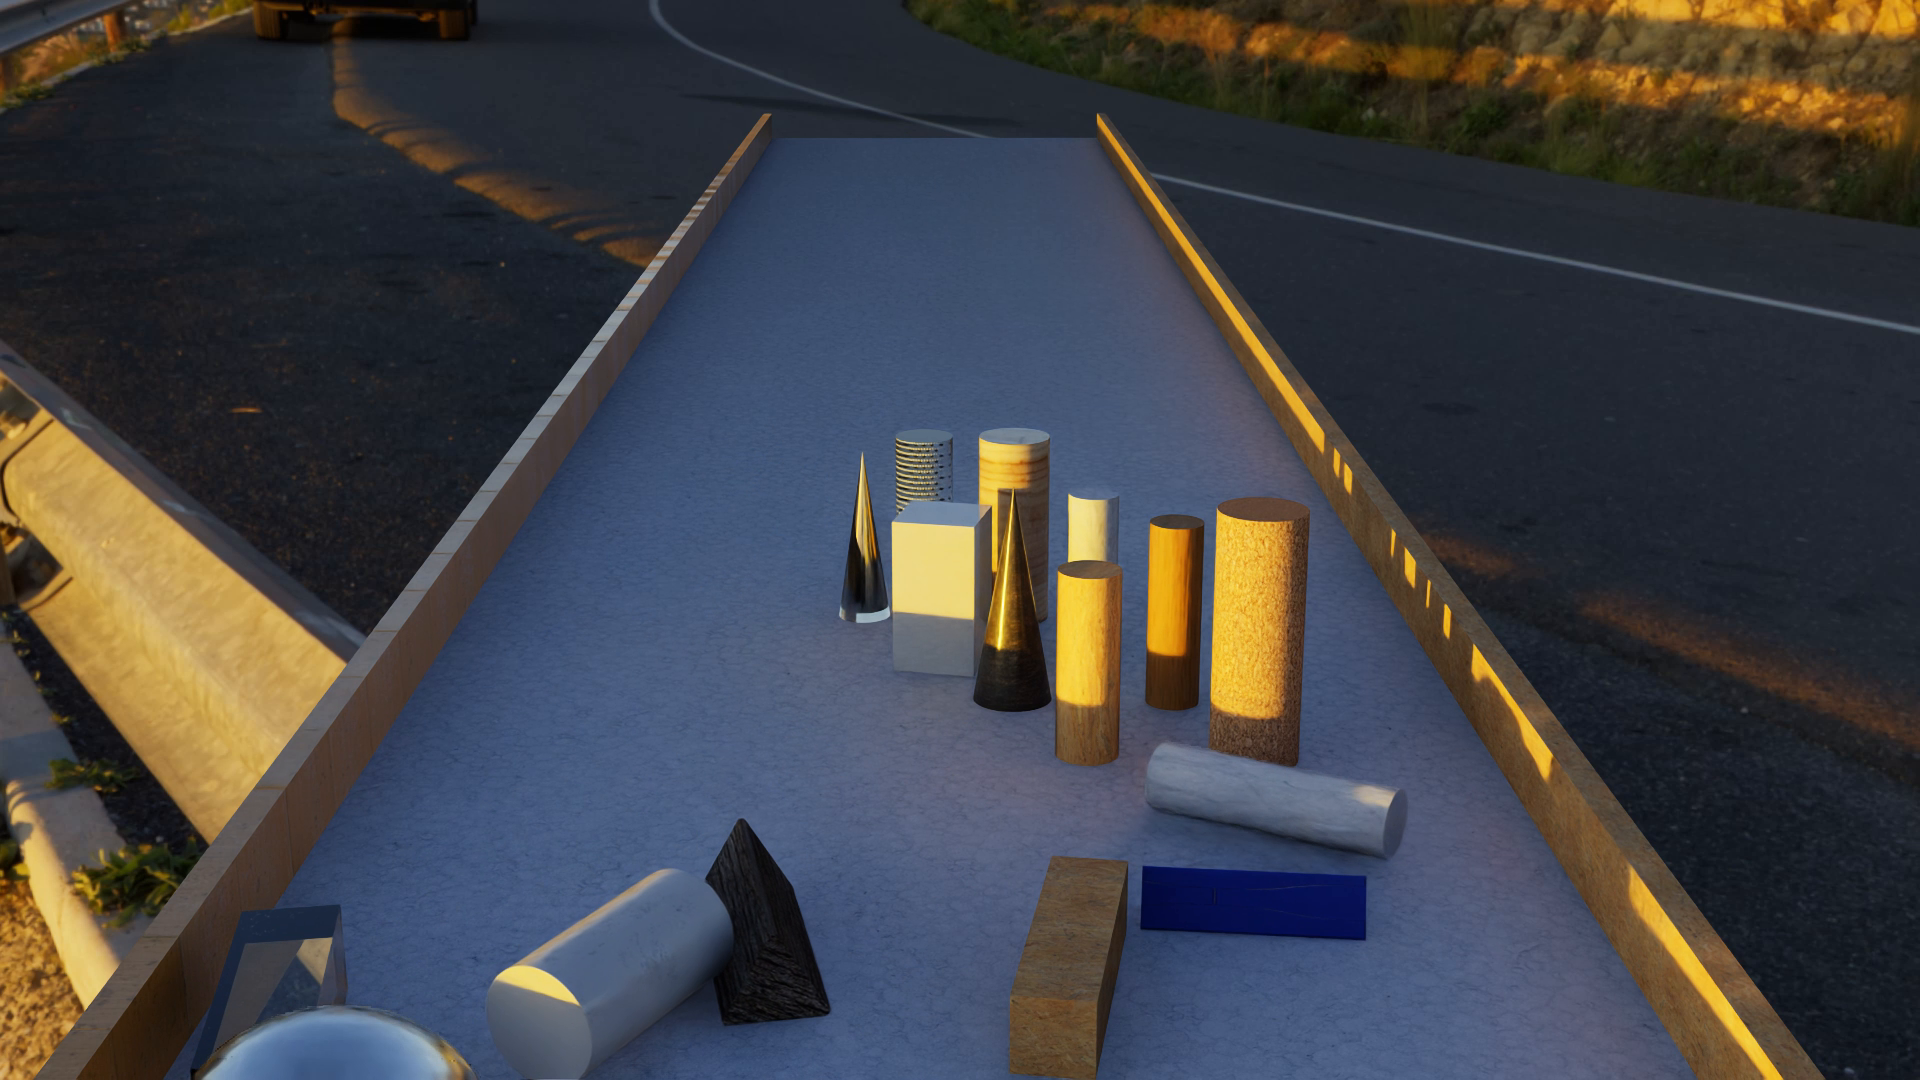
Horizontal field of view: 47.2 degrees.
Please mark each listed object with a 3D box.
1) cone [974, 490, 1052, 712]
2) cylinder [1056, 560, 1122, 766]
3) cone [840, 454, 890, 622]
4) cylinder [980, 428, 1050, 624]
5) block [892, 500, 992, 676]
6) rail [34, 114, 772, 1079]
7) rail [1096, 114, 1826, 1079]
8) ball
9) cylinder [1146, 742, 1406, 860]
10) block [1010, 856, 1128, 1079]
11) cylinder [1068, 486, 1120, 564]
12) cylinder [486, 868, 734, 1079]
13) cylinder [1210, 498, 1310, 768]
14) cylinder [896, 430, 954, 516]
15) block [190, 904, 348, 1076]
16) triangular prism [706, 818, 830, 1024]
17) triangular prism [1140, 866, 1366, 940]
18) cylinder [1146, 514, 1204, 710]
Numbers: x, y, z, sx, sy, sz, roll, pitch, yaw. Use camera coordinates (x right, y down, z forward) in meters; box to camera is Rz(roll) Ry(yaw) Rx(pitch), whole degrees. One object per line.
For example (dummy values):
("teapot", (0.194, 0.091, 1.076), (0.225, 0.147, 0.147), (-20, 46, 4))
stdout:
("cone", (0.100, 0.101, 4.150), (0.150, 0.421, 0.150), (0, 17, 0))
("cylinder", (0.227, 0.217, 3.890), (0.114, 0.346, 0.114), (0, 17, 0))
("cone", (-0.204, -0.014, 4.640), (0.109, 0.361, 0.109), (0, 17, 0))
("cylinder", (0.113, -0.027, 4.628), (0.148, 0.393, 0.148), (0, 17, 0))
("block", (-0.034, 0.094, 4.375), (0.164, 0.306, 0.164), (4, 17, 13))
("rail", (-1.118, -0.838, 7.780), (0.050, 0.150, 12.000), (0, 17, -1))
("rail", (0.932, -0.844, 7.801), (0.050, 0.150, 12.000), (0, 17, -1))
("ball", (-0.662, 0.676, 2.311), (0.367, 0.367, 0.367), (0, 17, 0))
("cylinder", (0.515, 0.424, 3.603), (0.413, 0.112, 0.112), (9, 19, 29))
("block", (0.156, 0.586, 3.059), (0.113, 0.113, 0.434), (3, 17, 9))
("cylinder", (0.265, 0.069, 4.407), (0.101, 0.336, 0.101), (0, 17, 0))
("cylinder", (-0.466, 0.584, 2.963), (0.170, 0.170, 0.327), (8, 19, 26))
("cylinder", (0.524, 0.167, 3.858), (0.159, 0.460, 0.159), (0, 17, 0))
("cylinder", (-0.079, -0.074, 4.904), (0.128, 0.325, 0.128), (0, 17, 0))
("block", (-0.892, 0.634, 2.865), (0.132, 0.132, 0.429), (-3, 17, -9))
("triangular prism", (-0.292, 0.539, 3.178), (0.147, 0.127, 0.397), (-4, 17, -11))
("triangular prism", (0.438, 0.532, 3.289), (0.331, 0.080, 0.092), (2, 16, 6))
("cylinder", (0.404, 0.137, 4.144), (0.101, 0.355, 0.101), (0, 17, 0))
